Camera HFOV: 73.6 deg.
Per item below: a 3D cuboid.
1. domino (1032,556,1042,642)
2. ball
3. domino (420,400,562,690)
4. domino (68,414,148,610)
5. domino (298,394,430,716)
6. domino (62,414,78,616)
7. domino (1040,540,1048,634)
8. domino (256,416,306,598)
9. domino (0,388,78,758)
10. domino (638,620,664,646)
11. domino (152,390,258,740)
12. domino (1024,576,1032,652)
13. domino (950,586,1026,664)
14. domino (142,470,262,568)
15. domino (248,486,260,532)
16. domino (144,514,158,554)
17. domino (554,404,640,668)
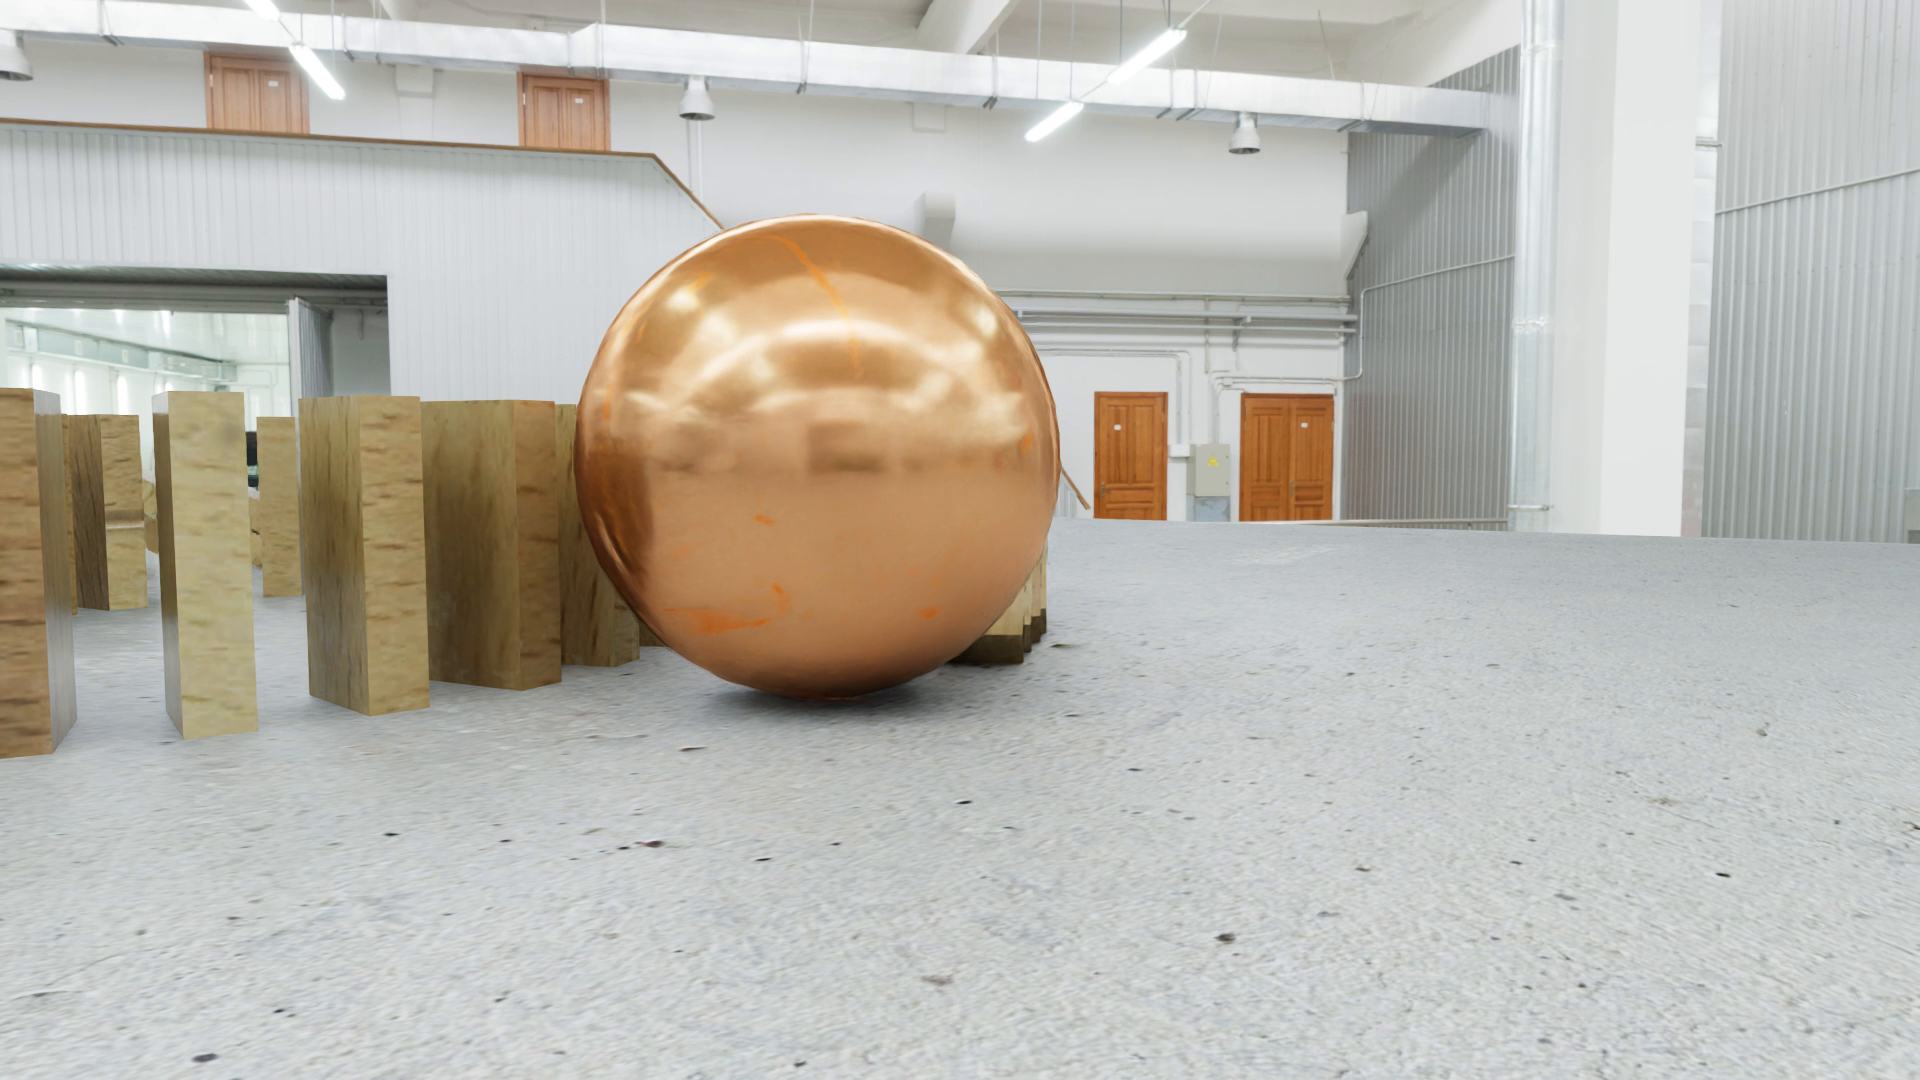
[{"bbox_3d":[0.006,0.000,0.288,0.025,0.050,0.010,0,-40,4],"label":"domino"},{"bbox_3d":[-0.023,-0.014,0.215,0.080,0.080,0.080,0,4,0],"label":"ball"},{"bbox_3d":[-0.085,0.000,0.229,0.025,0.050,0.009,2,5,27],"label":"domino"},{"bbox_3d":[-0.226,-0.008,0.336,0.025,0.050,0.010,2,5,29],"label":"domino"},{"bbox_3d":[-0.098,0.002,0.211,0.025,0.050,0.009,4,6,43],"label":"domino"},{"bbox_3d":[-0.233,-0.006,0.314,0.025,0.050,0.009,0,4,1],"label":"domino"},{"bbox_3d":[0.008,-0.001,0.301,0.025,0.050,0.009,0,-40,4],"label":"domino"},{"bbox_3d":[-0.193,-0.010,0.367,0.009,0.050,0.025,-2,5,-22],"label":"domino"},{"bbox_3d":[-0.135,0.004,0.183,0.009,0.050,0.025,-2,5,-28],"label":"domino"},{"bbox_3d":[-0.073,-0.003,0.273,0.025,0.050,0.009,0,4,4],"label":"domino"},{"bbox_3d":[-0.115,0.003,0.195,0.009,0.050,0.025,-3,5,-36],"label":"domino"},{"bbox_3d":[0.003,0.001,0.275,0.025,0.050,0.009,0,-40,4],"label":"domino"},{"bbox_3d":[0.001,0.002,0.262,0.025,0.050,0.010,0,-40,4],"label":"domino"},{"bbox_3d":[-0.257,-0.007,0.436,0.050,0.009,0.025,31,-7,-20],"label":"domino"},{"bbox_3d":[-0.237,-0.007,0.445,0.050,0.010,0.025,29,-5,-18],"label":"domino"},{"bbox_3d":[-0.274,-0.007,0.420,0.050,0.009,0.025,38,-19,-32],"label":"domino"},{"bbox_3d":[-0.077,-0.001,0.251,0.025,0.050,0.009,1,4,14],"label":"domino"}]
